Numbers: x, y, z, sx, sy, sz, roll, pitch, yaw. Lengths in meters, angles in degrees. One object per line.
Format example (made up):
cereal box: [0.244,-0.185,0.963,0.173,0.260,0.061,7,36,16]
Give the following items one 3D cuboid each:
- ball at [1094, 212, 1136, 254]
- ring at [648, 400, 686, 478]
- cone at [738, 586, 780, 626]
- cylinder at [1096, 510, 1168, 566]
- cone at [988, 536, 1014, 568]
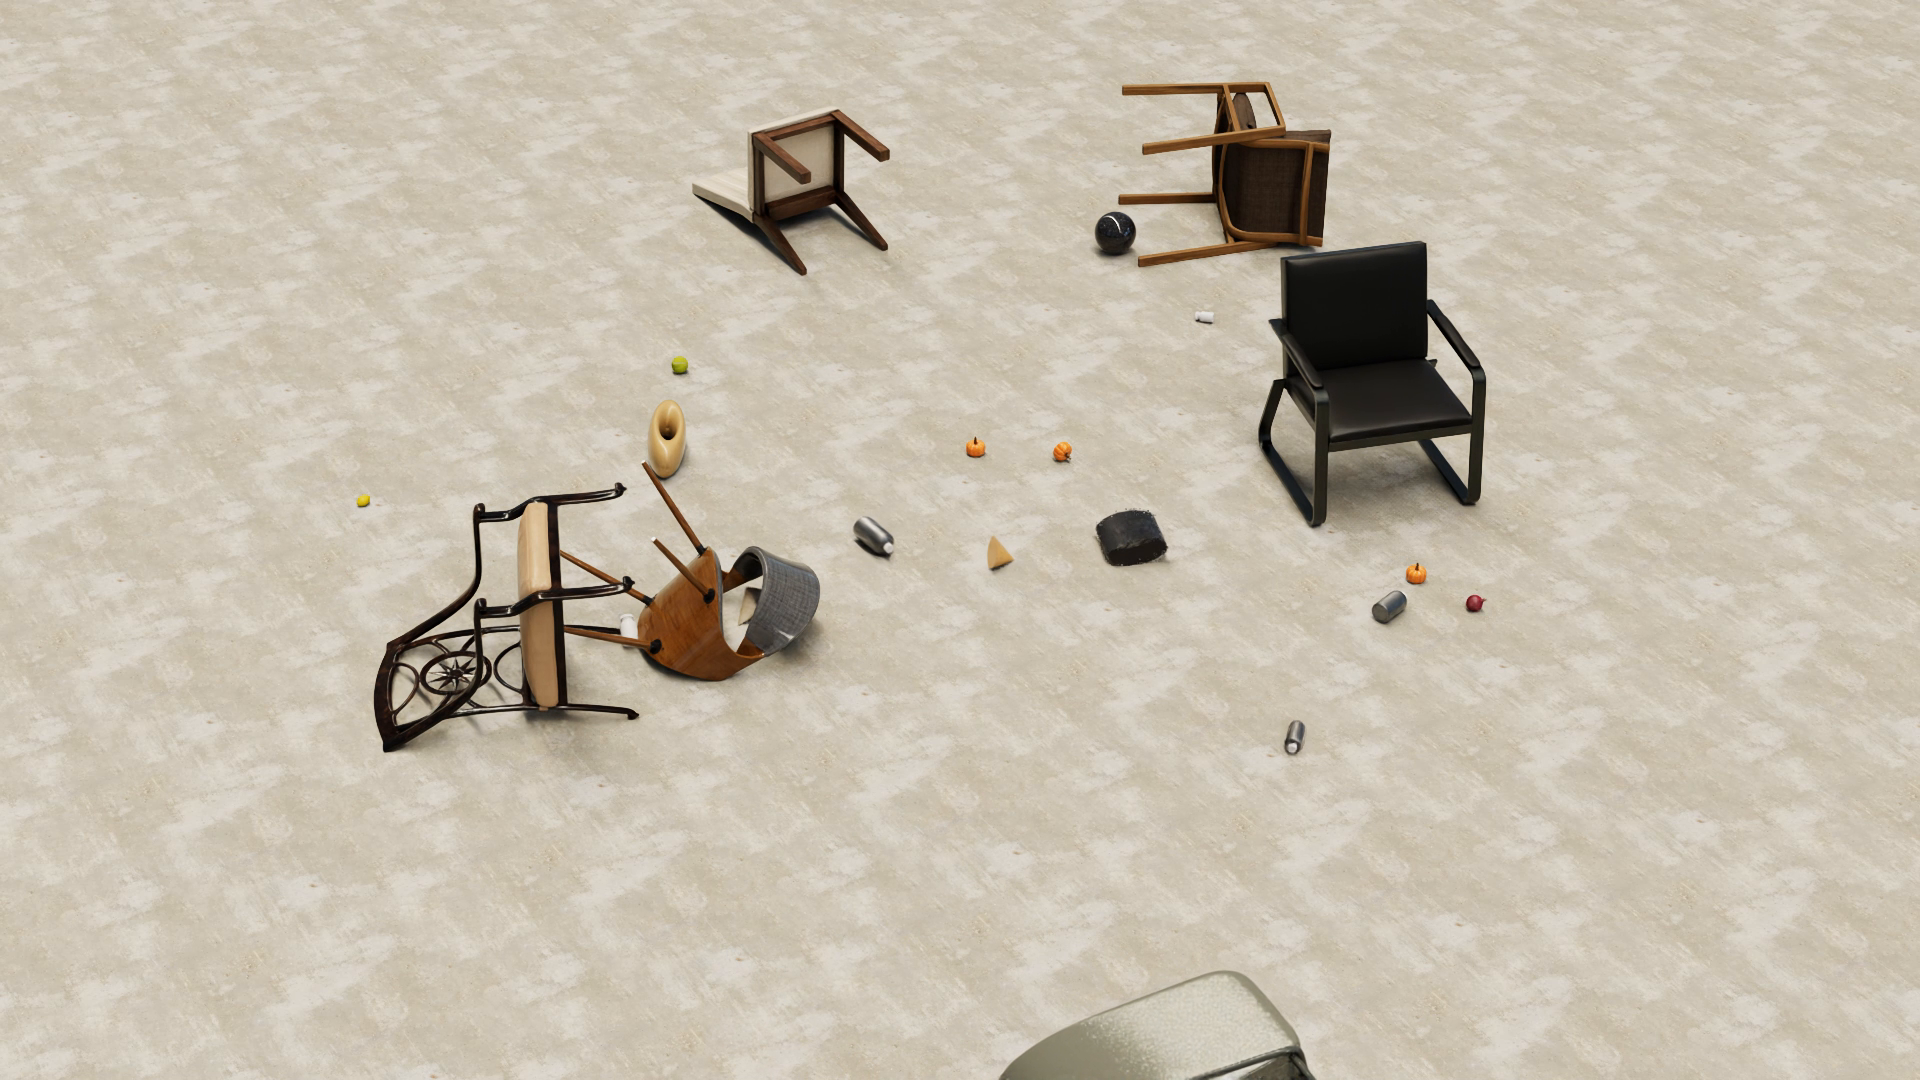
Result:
ball: [0.679,-1.344,12.816,0.185,0.185,0.185,0,33,0]
ring: [-1.142,-0.396,11.414,0.150,0.147,0.435,6,35,-8]
cone: [-0.754,0.257,10.518,0.156,0.081,0.159,22,54,25]
cylinder: [0.635,-0.008,10.856,0.228,0.110,0.197,-11,35,-6]
cone: [0.161,0.059,10.820,0.092,0.085,0.172,19,34,-17]
